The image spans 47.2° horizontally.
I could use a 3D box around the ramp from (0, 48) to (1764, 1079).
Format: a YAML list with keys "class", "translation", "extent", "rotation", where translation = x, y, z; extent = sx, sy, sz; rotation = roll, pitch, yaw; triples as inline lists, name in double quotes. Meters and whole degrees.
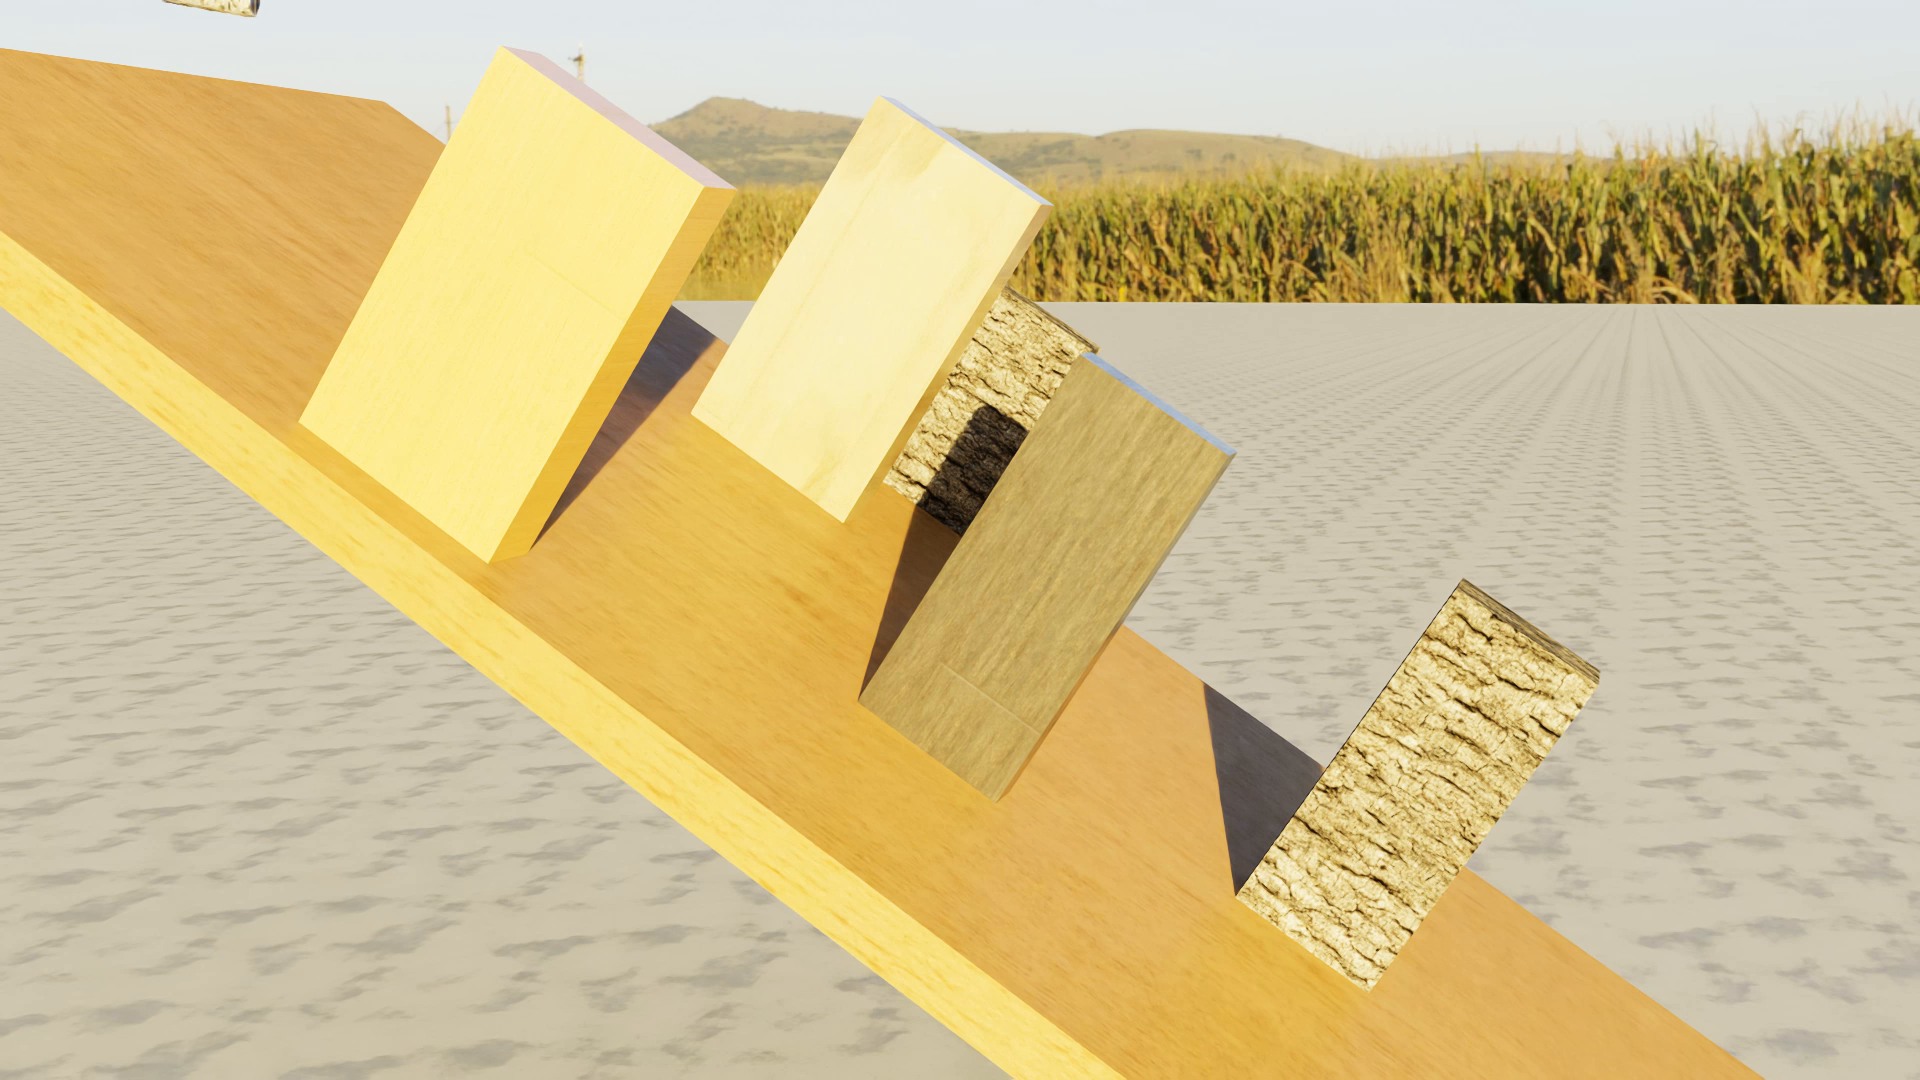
- class: "ramp"
  translation: [-0.130, 0.218, 4.101]
  extent: [4.000, 0.100, 2.000]
  rotation: [35, 15, 10]

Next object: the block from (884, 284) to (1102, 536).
- class: "block"
  translation: [0.060, -0.284, 4.884]
  extent: [0.260, 0.509, 0.101]
  rotation: [35, 15, 10]

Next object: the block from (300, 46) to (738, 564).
- class: "block"
  translation: [-0.673, -0.350, 3.319]
  extent: [0.381, 0.664, 0.124]
  rotation: [35, 15, 10]

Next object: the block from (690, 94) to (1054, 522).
- class: "block"
  translation: [-0.185, -0.465, 4.471]
  extent: [0.399, 0.762, 0.105]
  rotation: [35, 15, 10]

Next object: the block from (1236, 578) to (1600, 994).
- class: "block"
  translation: [0.790, 0.425, 3.812]
  extent: [0.279, 0.670, 0.144]
  rotation: [35, 15, 10]

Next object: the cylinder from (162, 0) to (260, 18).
- class: "cylinder"
  translation: [-1.545, -1.187, 4.555]
  extent: [0.179, 0.179, 0.179]
  rotation: [8, 5, -12]

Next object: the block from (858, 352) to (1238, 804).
- class: "block"
  translation: [0.136, 0.064, 3.586]
  extent: [0.287, 0.694, 0.082]
  rotation: [35, 15, 10]
